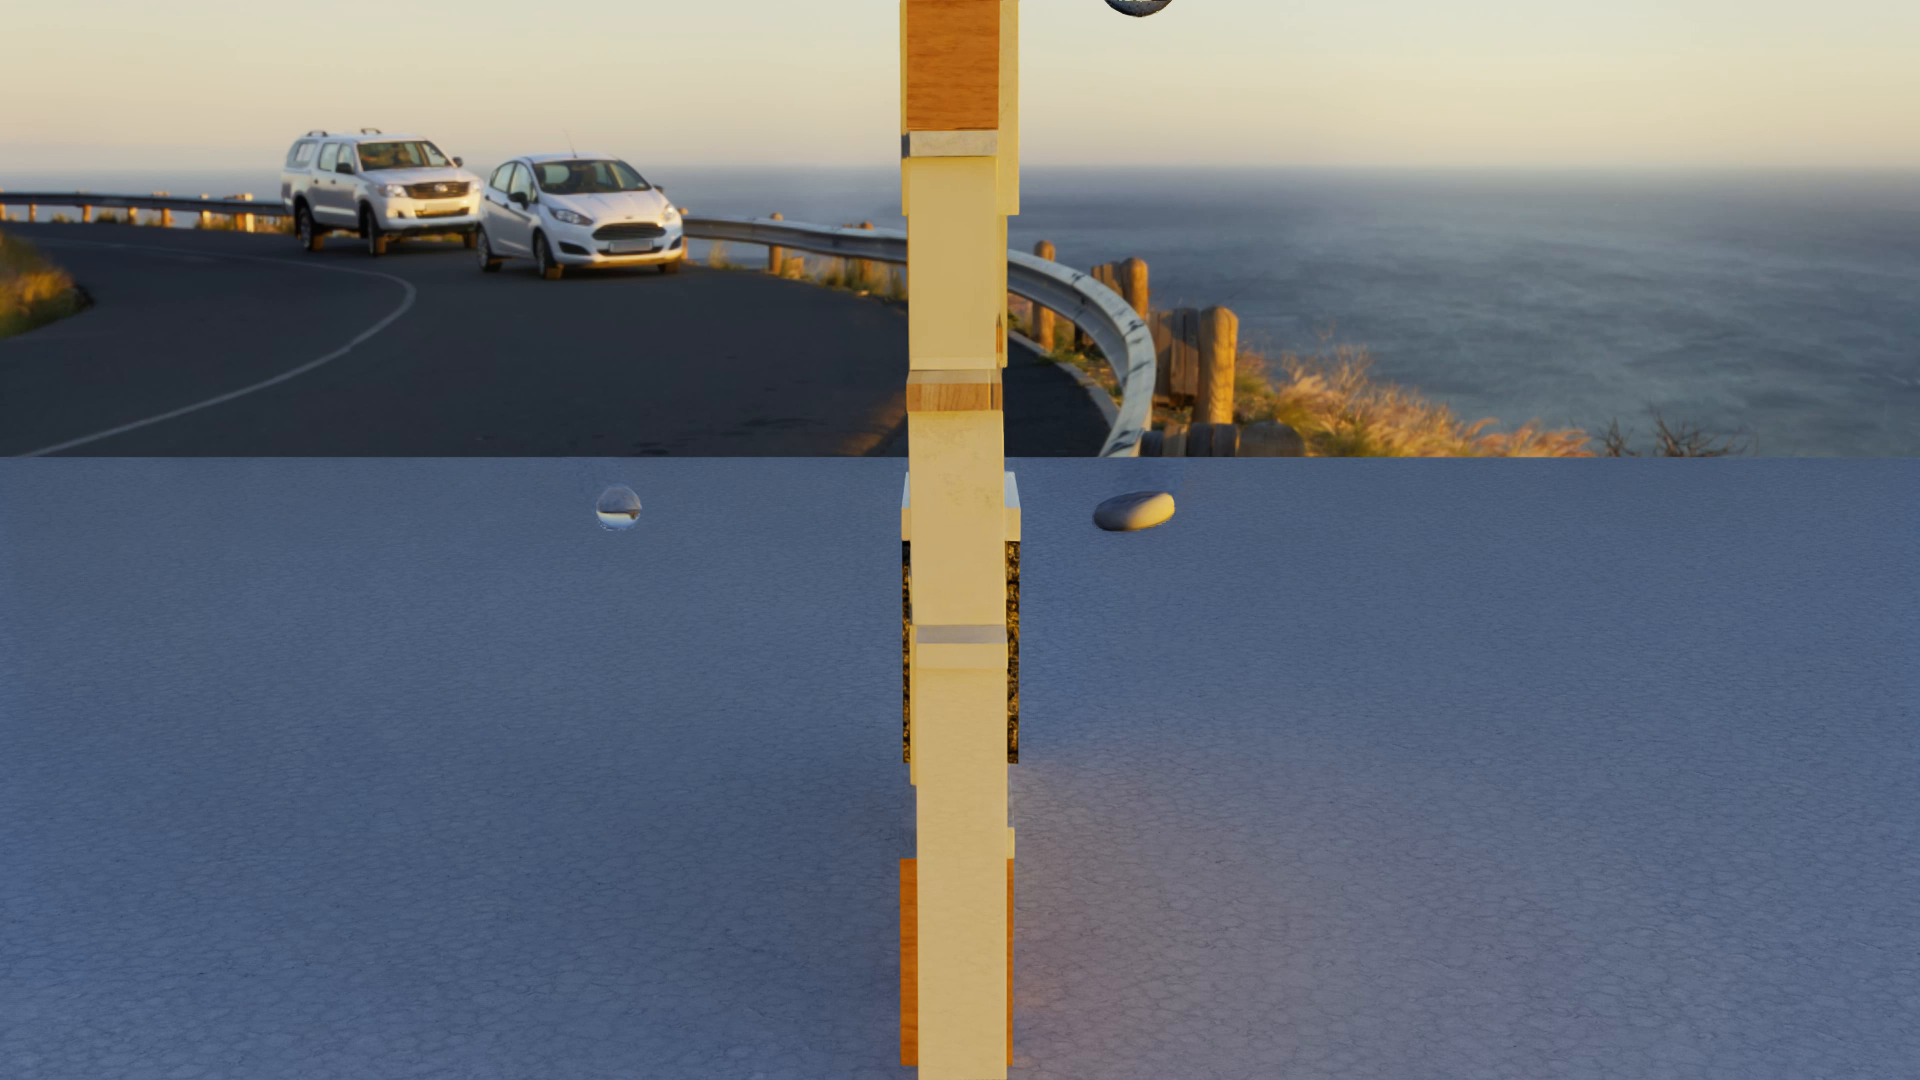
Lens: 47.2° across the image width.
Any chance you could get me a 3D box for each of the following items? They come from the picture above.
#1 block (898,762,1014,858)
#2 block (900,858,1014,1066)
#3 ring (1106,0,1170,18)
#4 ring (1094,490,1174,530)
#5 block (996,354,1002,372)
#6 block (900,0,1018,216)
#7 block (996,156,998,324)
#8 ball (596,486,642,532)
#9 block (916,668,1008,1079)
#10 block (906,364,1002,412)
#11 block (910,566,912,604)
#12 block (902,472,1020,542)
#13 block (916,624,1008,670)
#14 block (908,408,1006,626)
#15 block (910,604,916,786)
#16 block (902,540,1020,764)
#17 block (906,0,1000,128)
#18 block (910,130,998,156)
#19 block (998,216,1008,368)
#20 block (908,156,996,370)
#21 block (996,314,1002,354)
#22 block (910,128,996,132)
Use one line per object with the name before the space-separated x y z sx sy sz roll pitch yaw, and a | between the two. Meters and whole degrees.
block | -0.004 0.373 3.055 0.152 0.043 0.304 0 11 0
block | -0.004 0.562 2.987 0.152 0.304 0.043 0 11 0
ring | 0.453 -1.472 5.582 0.283 0.283 0.094 -7 13 -34
ring | 0.557 -0.094 7.032 0.264 0.088 0.264 -11 9 2
block | -0.002 -0.121 3.115 0.123 0.295 0.035 0 11 0
block | -0.001 -0.727 3.143 0.169 0.520 0.048 0 10 0
block | -0.005 -0.423 3.103 0.117 0.233 0.033 0 10 0
ball | -1.084 -0.099 6.985 0.143 0.143 0.143 0 11 0
block | 0.003 0.442 2.877 0.117 0.580 0.033 0 11 0
block | -0.007 -0.205 2.928 0.123 0.035 0.246 -1 10 0
block | -0.003 0.043 3.142 0.134 0.038 0.267 0 11 0
block | 0.001 -0.055 3.444 0.177 0.050 0.354 0 11 0
block | 0.002 0.126 2.898 0.117 0.033 0.233 0 11 0
block | -0.004 -0.033 2.877 0.123 0.285 0.035 -1 11 0
block | -0.003 0.210 3.082 0.134 0.267 0.038 0 10 0
block | 0.001 0.165 3.365 0.177 0.354 0.050 0 11 0
block | -0.009 -0.664 2.887 0.121 0.242 0.034 0 10 -1
block | -0.008 -0.541 3.003 0.117 0.033 0.233 0 10 0
block | 0.001 -0.451 3.329 0.140 0.378 0.040 0 11 0
block | -0.010 -0.371 2.954 0.117 0.282 0.033 0 11 0
block | -0.002 -0.298 3.166 0.123 0.035 0.247 0 10 0
block | -0.011 -0.688 3.049 0.121 0.242 0.034 0 10 0
